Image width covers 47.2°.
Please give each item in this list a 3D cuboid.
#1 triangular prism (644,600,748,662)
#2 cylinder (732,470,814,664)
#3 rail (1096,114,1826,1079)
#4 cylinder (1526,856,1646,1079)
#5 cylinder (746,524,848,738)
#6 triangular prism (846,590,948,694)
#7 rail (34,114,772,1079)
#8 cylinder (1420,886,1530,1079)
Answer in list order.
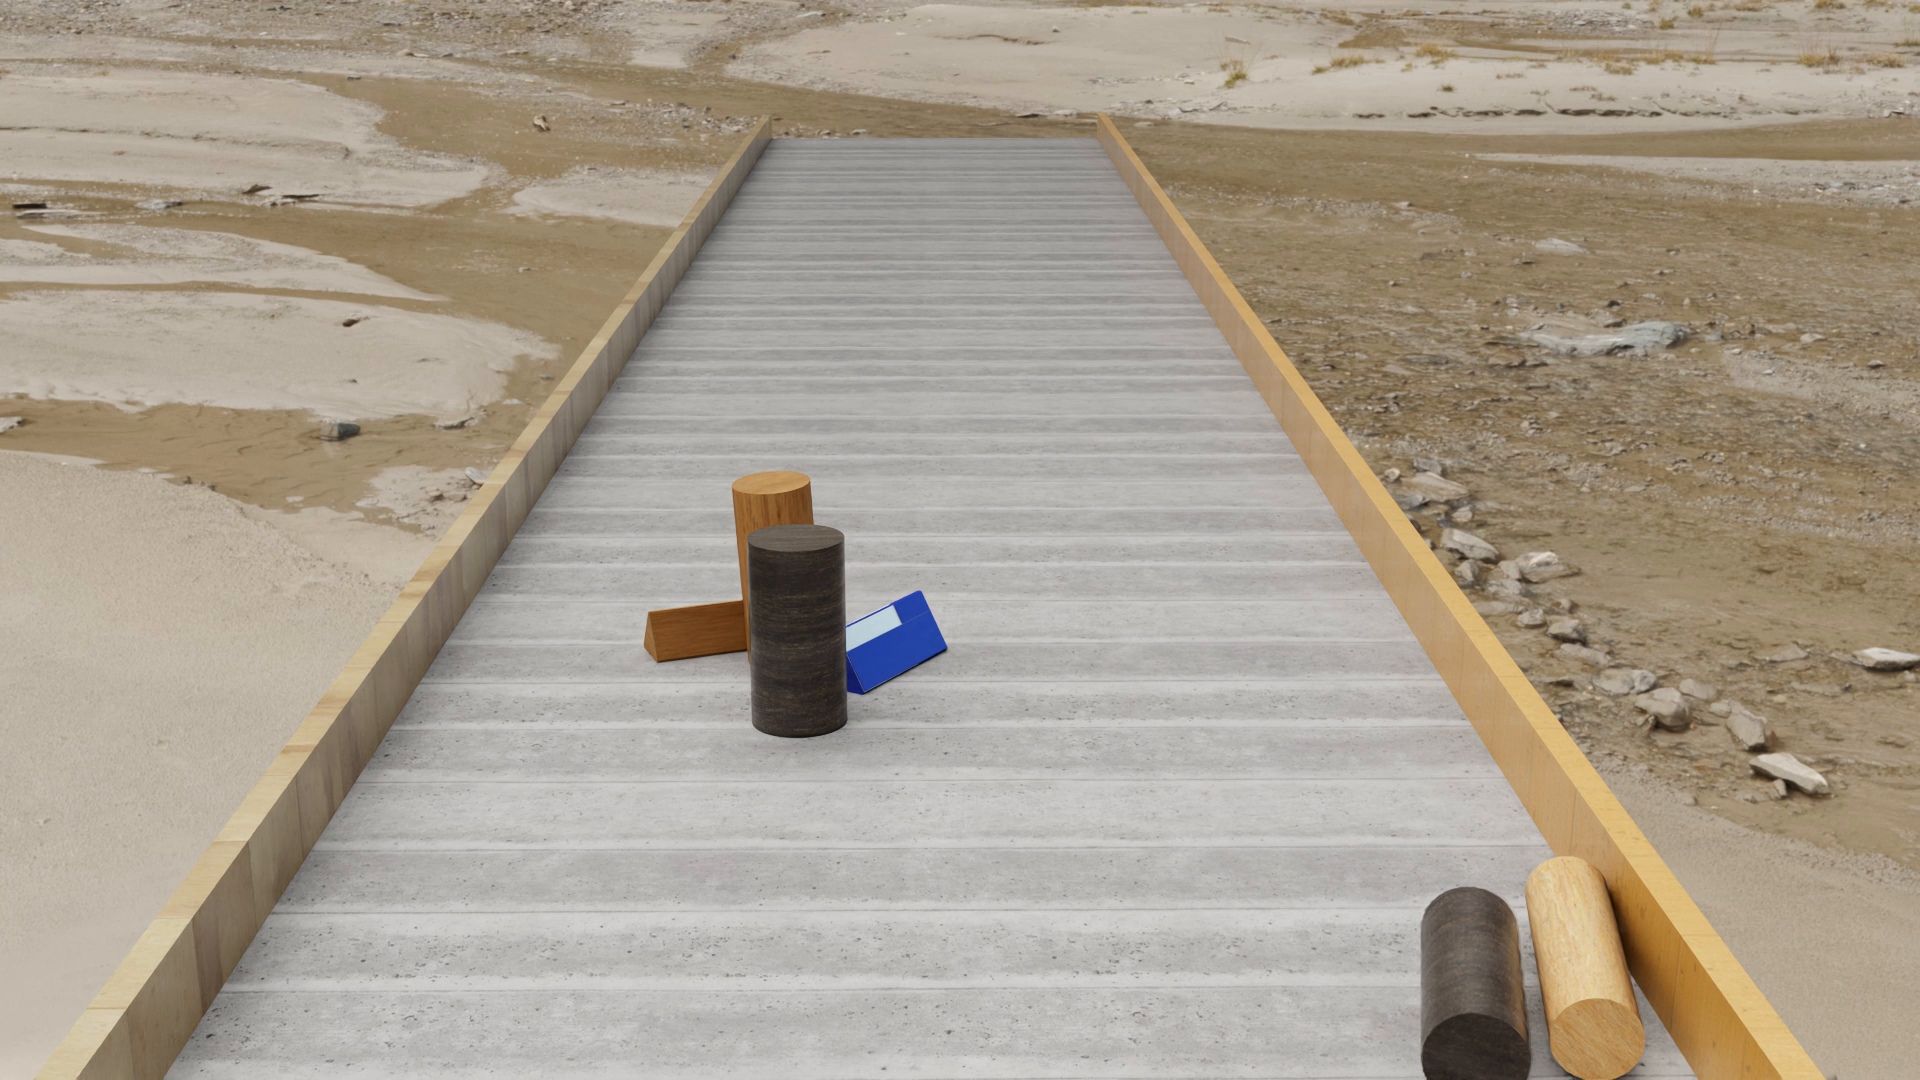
[{"bbox_3d":[-0.481,0.170,4.489,0.313,0.091,0.105,-7,18,-22],"label":"triangular prism"},{"bbox_3d":[-0.359,0.062,4.356,0.153,0.369,0.153,-3,19,1],"label":"cylinder"},{"bbox_3d":[0.932,-0.844,7.801,0.050,0.150,12.000,0,17,-1],"label":"rail"},{"bbox_3d":[0.861,0.585,3.050,0.120,0.120,0.438,3,17,9],"label":"cylinder"},{"bbox_3d":[-0.299,0.166,4.046,0.178,0.356,0.178,0,17,0],"label":"cylinder"},{"bbox_3d":[-0.162,0.193,4.363,0.133,0.115,0.303,10,19,30],"label":"triangular prism"},{"bbox_3d":[-1.118,-0.838,7.780,0.050,0.150,12.000,0,17,-1],"label":"rail"},{"bbox_3d":[0.687,0.606,2.952,0.135,0.135,0.371,3,17,11],"label":"cylinder"}]
